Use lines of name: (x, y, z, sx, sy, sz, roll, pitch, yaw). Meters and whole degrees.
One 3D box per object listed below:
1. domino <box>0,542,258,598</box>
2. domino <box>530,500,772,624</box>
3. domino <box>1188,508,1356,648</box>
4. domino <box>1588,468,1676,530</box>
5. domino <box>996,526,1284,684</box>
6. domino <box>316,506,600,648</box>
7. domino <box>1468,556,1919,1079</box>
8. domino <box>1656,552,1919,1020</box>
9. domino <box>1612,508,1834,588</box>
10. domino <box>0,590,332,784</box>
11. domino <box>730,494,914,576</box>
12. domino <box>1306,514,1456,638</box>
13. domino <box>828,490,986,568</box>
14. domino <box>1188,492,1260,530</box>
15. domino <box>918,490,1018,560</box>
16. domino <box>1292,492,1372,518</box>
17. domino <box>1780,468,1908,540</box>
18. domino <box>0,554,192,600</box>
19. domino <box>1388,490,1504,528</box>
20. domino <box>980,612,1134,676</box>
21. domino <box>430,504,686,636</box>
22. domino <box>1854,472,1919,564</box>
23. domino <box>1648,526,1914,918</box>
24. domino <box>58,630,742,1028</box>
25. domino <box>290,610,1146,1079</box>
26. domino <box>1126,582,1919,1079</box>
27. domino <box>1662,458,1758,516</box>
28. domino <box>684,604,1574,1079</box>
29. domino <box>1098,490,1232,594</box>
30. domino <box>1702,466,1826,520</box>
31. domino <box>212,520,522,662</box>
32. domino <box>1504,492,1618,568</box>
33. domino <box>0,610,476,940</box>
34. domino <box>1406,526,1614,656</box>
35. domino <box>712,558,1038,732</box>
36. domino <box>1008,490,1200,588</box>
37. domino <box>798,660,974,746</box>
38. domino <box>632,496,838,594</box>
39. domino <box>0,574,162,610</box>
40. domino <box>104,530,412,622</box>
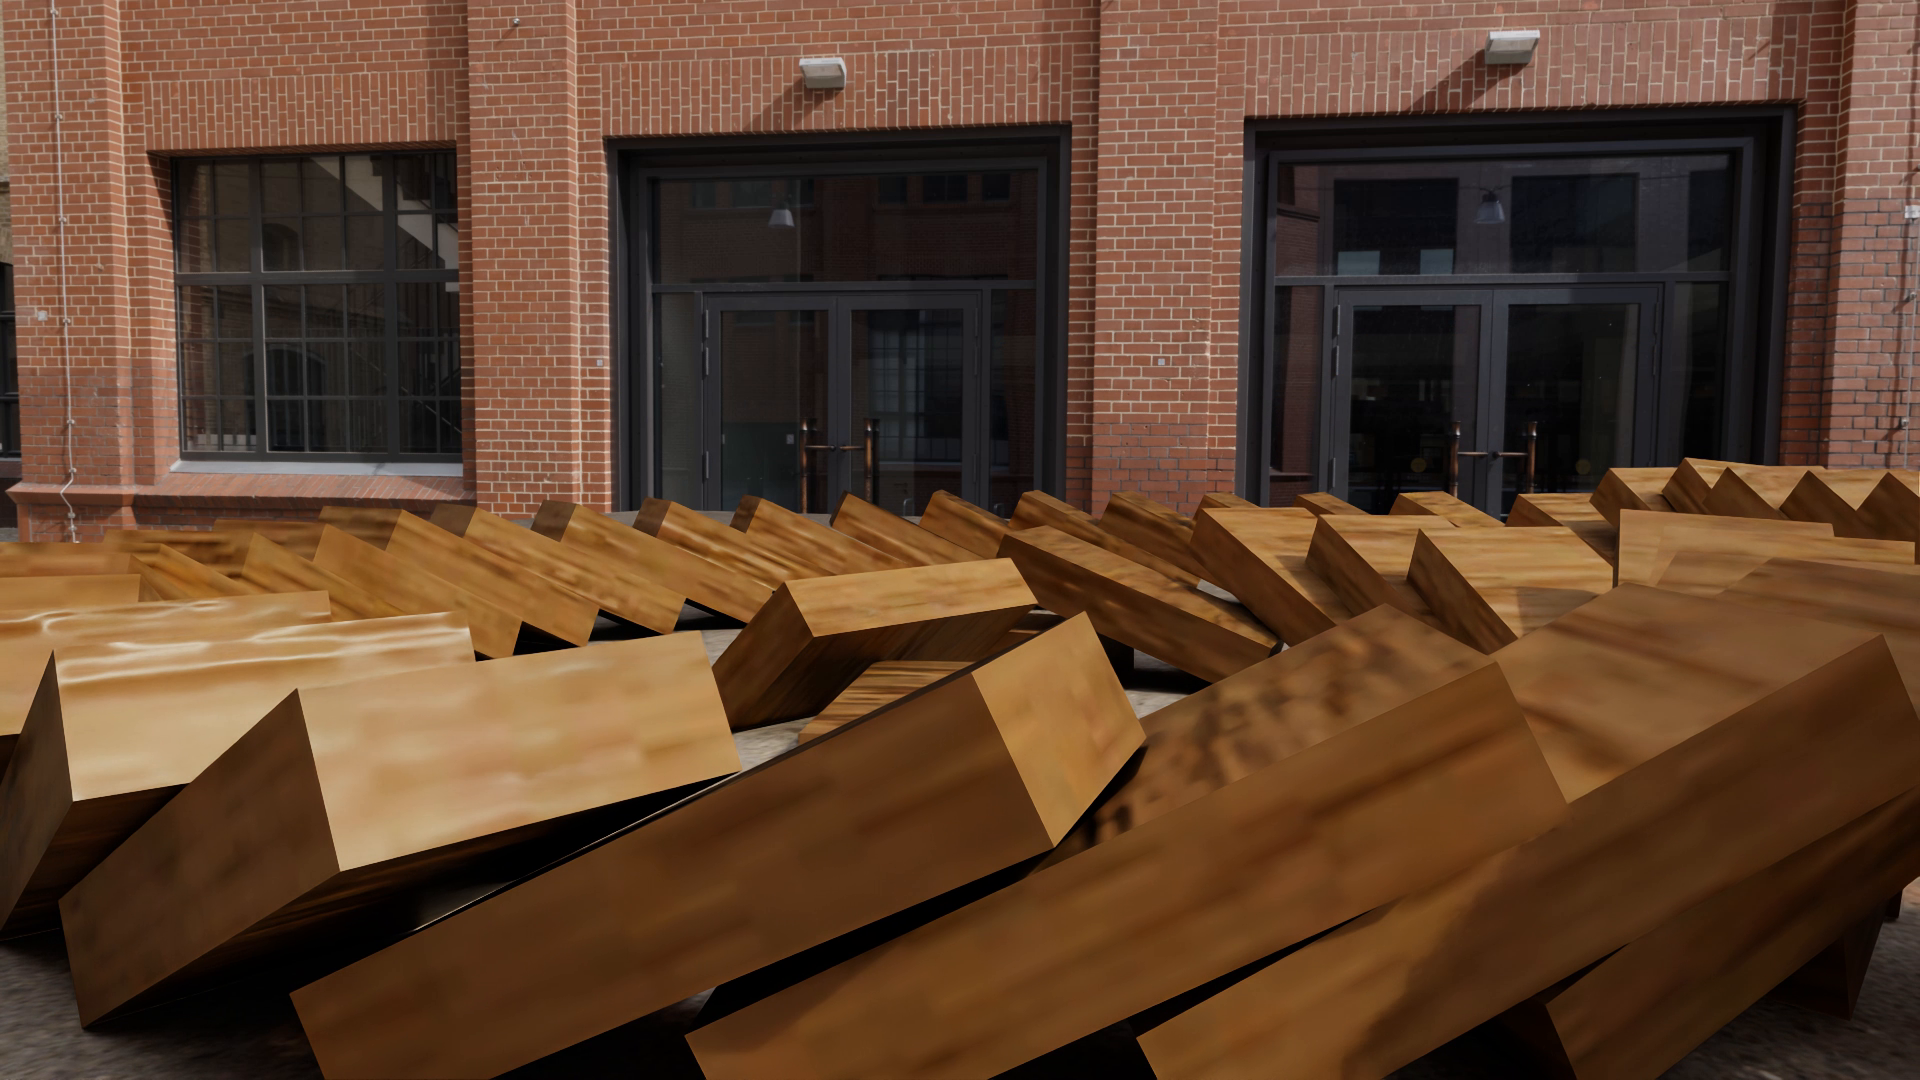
domino: (-0.110, 0.014, 0.184, 0.025, 0.010, 0.050, 0, -21, 7)
domino: (-0.071, 0.006, 0.295, 0.050, 0.009, 0.025, 27, -12, -32)
domino: (0.065, 0.010, 0.229, 0.025, 0.009, 0.050, -1, 30, -27)
domino: (0.162, 0.003, 0.276, 0.025, 0.010, 0.050, -1, 41, -17)
domino: (0.033, 0.012, 0.232, 0.050, 0.009, 0.025, 24, 12, 18)
domino: (-0.099, 0.008, 0.255, 0.025, 0.009, 0.050, 3, -21, 33)
domino: (0.055, 0.019, 0.096, 0.050, 0.009, 0.025, -30, 13, -12)
domino: (0.072, 0.018, 0.117, 0.025, 0.009, 0.050, 4, 33, 46)
domino: (0.095, 0.014, 0.159, 0.025, 0.009, 0.050, 6, 34, 25)
domino: (-0.076, 0.019, 0.119, 0.025, 0.010, 0.050, -3, -20, -37)
domino: (-0.031, 0.003, 0.322, 0.050, 0.009, 0.025, 25, -4, -19)
domino: (0.080, 0.012, 0.209, 0.025, 0.010, 0.050, 0, 29, -16)
domino: (-0.009, 0.002, 0.333, 0.050, 0.009, 0.025, 26, 1, -8)
domino: (0.086, 0.003, 0.329, 0.050, 0.009, 0.025, 29, 15, 21)
domino: (0.015, 0.002, 0.338, 0.050, 0.009, 0.025, 26, 5, 2)
domino: (0.108, 0.004, 0.320, 0.050, 0.009, 0.025, 31, 18, 26)
domino: (0.177, 0.006, 0.230, 0.025, 0.009, 0.050, -1, 41, -17)
domino: (-0.105, 0.015, 0.159, 0.025, 0.009, 0.050, -1, -22, -6)
domino: (0.130, 0.004, 0.309, 0.025, 0.009, 0.050, -4, 32, -46)
domino: (0.005, 0.020, 0.242, 0.050, 0.010, 0.025, 2, 5, 26)
domino: (-0.088, 0.007, 0.278, 0.050, 0.010, 0.025, 29, -15, -37)
domino: (0.181, 0.008, 0.215, 0.025, 0.010, 0.050, -1, 41, -17)
domino: (0.086, 0.016, 0.137, 0.025, 0.009, 0.050, 5, 34, 34)
domino: (-0.040, 0.021, 0.088, 0.050, 0.009, 0.025, -30, -16, 39)
domino: (-0.015, 0.021, 0.083, 0.050, 0.010, 0.025, -27, -5, 18)
domino: (0.033, 0.020, 0.088, 0.050, 0.010, 0.025, -28, 7, -2)
domino: (0.169, 0.003, 0.262, 0.025, 0.009, 0.050, 5, 40, -11)
domino: (0.010, 0.021, 0.084, 0.050, 0.009, 0.025, -26, 1, 7)
domino: (0.063, 0.003, 0.335, 0.050, 0.010, 0.025, 27, 12, 15)
domino: (0.170, 0.005, 0.245, 0.025, 0.009, 0.050, -1, 41, -18)
domino: (-0.106, 0.010, 0.232, 0.025, 0.009, 0.050, 2, -20, 22)
domino: (0.152, 0.005, 0.293, 0.025, 0.009, 0.050, -2, 31, -22)
domino: (-0.059, 0.020, 0.102, 0.025, 0.009, 0.050, -4, -20, -43)
domino: (0.087, 0.014, 0.184, 0.025, 0.010, 0.050, -1, 29, -7)
domino: (-0.013, 0.016, 0.203, 0.050, 0.010, 0.025, -5, -34, -48)
domino: (0.039, 0.002, 0.338, 0.050, 0.009, 0.025, 26, 9, 9)
domino: (-0.003, 0.025, 0.170, 0.025, 0.010, 0.050, 0, 4, 7)
domino: (-0.052, 0.004, 0.310, 0.050, 0.010, 0.025, 26, -8, -26)
domino: (-0.095, 0.017, 0.137, 0.025, 0.009, 0.050, -1, -21, -17)
domino: (-0.109, 0.012, 0.207, 0.025, 0.009, 0.050, 1, -21, 12)
